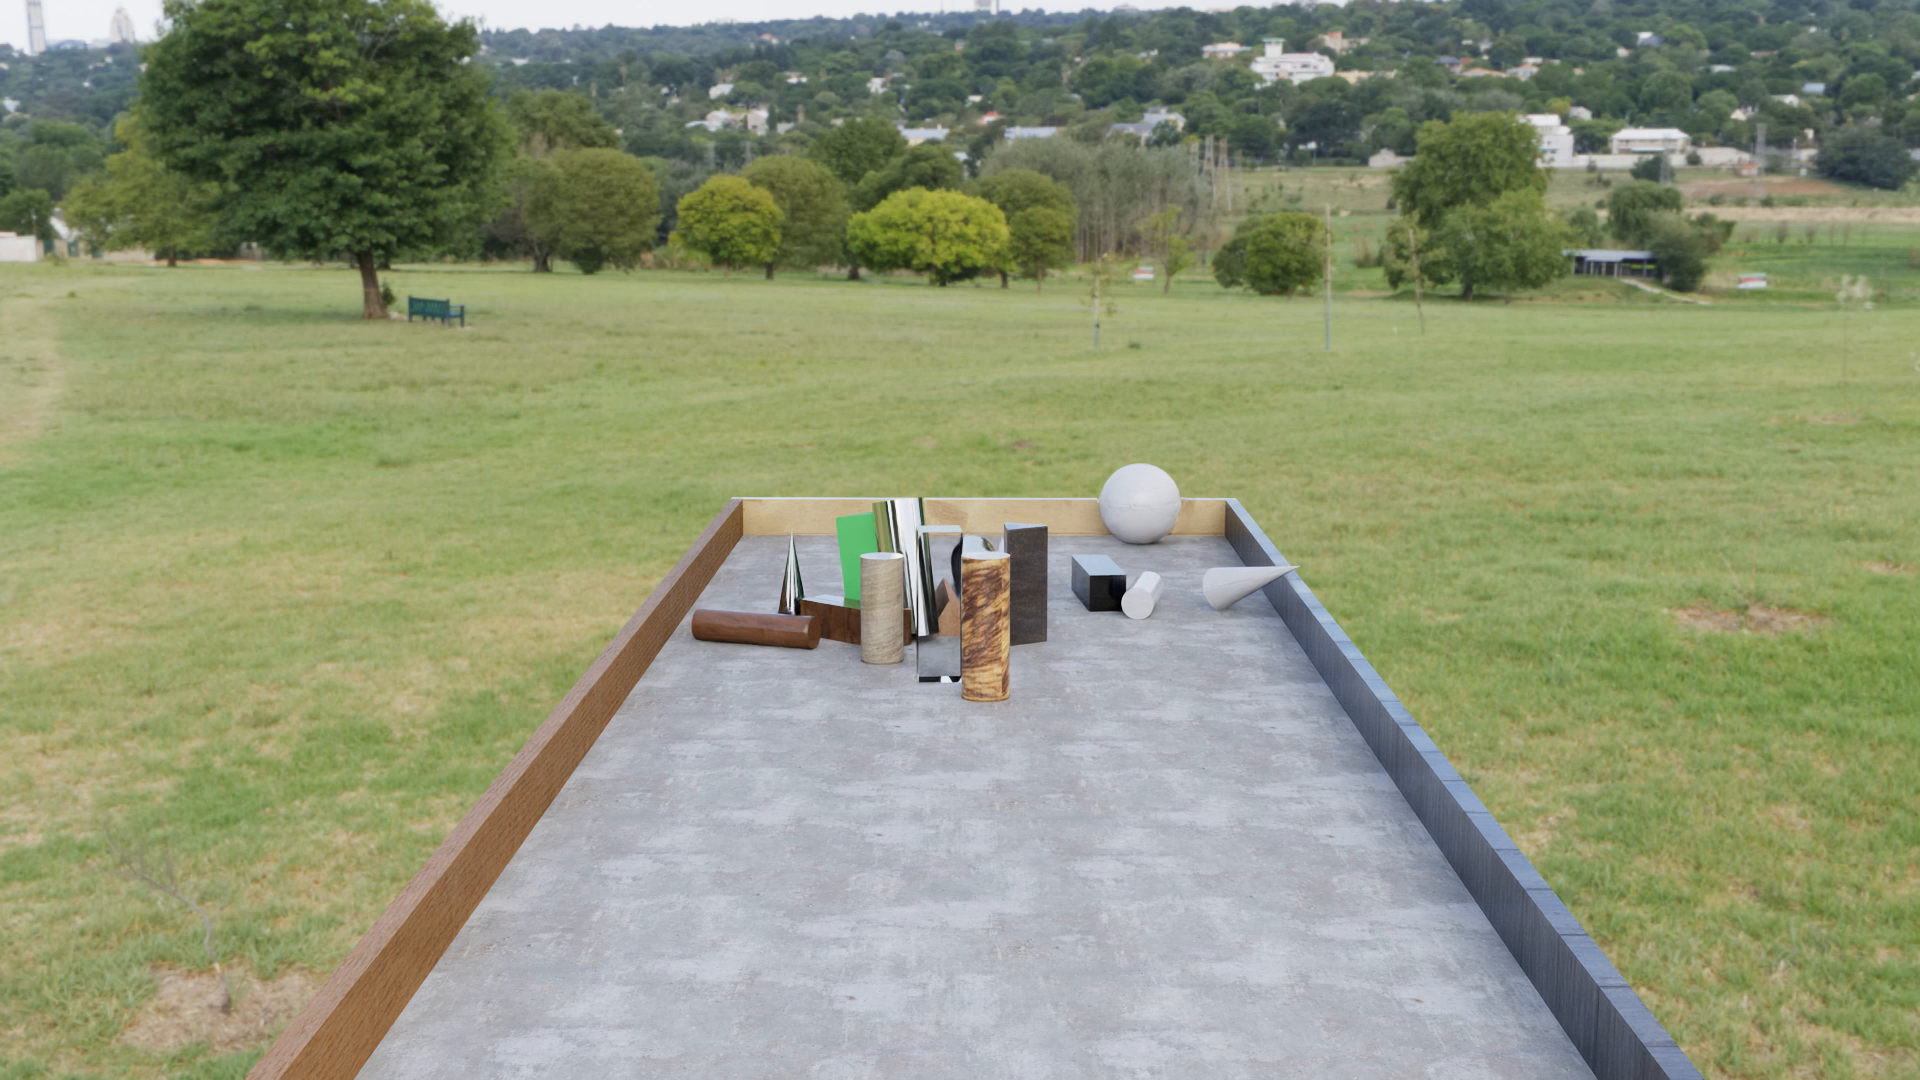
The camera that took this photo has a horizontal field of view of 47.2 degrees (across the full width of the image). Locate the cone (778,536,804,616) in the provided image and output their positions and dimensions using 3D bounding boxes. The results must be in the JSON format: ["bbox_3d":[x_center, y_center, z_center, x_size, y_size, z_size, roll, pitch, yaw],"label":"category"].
[{"bbox_3d":[-0.550,0.123,7.219,0.113,0.317,0.113,0,9,0],"label":"cone"}]

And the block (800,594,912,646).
[{"bbox_3d":[-0.334,0.260,7.004,0.381,0.114,0.114,8,12,41],"label":"block"}]

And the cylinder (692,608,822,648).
[{"bbox_3d":[-0.643,0.278,6.930,0.404,0.101,0.101,3,10,21],"label":"cylinder"}]

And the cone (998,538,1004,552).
[{"bbox_3d":[0.137,0.132,7.215,0.171,0.301,0.171,0,9,0],"label":"cone"}]

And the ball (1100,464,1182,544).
[{"bbox_3d":[0.730,-0.147,8.894,0.327,0.327,0.327,0,9,0],"label":"ball"}]

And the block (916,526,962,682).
[{"bbox_3d":[-0.061,0.186,6.422,0.127,0.443,0.127,-1,9,-4],"label":"block"}]

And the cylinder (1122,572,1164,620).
[{"bbox_3d":[0.623,0.187,7.486,0.108,0.108,0.325,2,9,11],"label":"cylinder"}]

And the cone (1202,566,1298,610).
[{"bbox_3d":[1.001,0.126,7.374,0.147,0.147,0.370,-9,-7,-43],"label":"cone"}]

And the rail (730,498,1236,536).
[{"bbox_3d":[0.099,-0.098,9.147,2.100,0.150,0.050,0,9,1],"label":"rail"}]

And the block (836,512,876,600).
[{"bbox_3d":[-0.266,0.091,7.202,0.171,0.363,0.171,-4,4,40],"label":"block"}]

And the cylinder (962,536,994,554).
[{"bbox_3d":[0.054,0.103,7.812,0.171,0.171,0.443,0,9,-2],"label":"cylinder"}]

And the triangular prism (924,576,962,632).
[{"bbox_3d":[-0.046,0.209,7.307,0.132,0.114,0.416,0,9,-3],"label":"triangular prism"}]

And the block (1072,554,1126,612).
[{"bbox_3d":[0.482,0.148,7.672,0.126,0.126,0.417,-1,9,-5],"label":"block"}]

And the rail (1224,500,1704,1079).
[{"bbox_3d":[1.046,0.843,3.208,0.050,0.150,12.000,0,9,1],"label":"rail"}]

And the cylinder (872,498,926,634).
[{"bbox_3d":[-0.176,0.084,7.038,0.168,0.427,0.168,-7,0,0],"label":"cylinder"}]

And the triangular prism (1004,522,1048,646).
[{"bbox_3d":[0.178,0.135,6.971,0.151,0.371,0.131,-6,11,-32],"label":"triangular prism"}]

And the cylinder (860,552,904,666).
[{"bbox_3d":[-0.237,0.208,6.665,0.130,0.324,0.130,0,9,0],"label":"cylinder"}]

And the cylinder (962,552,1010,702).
[{"bbox_3d":[0.072,0.243,6.180,0.137,0.405,0.137,0,9,0],"label":"cylinder"}]

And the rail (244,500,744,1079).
[{"bbox_3d":[-1.004,0.839,3.234,0.050,0.150,12.000,0,9,1],"label":"rail"}]
